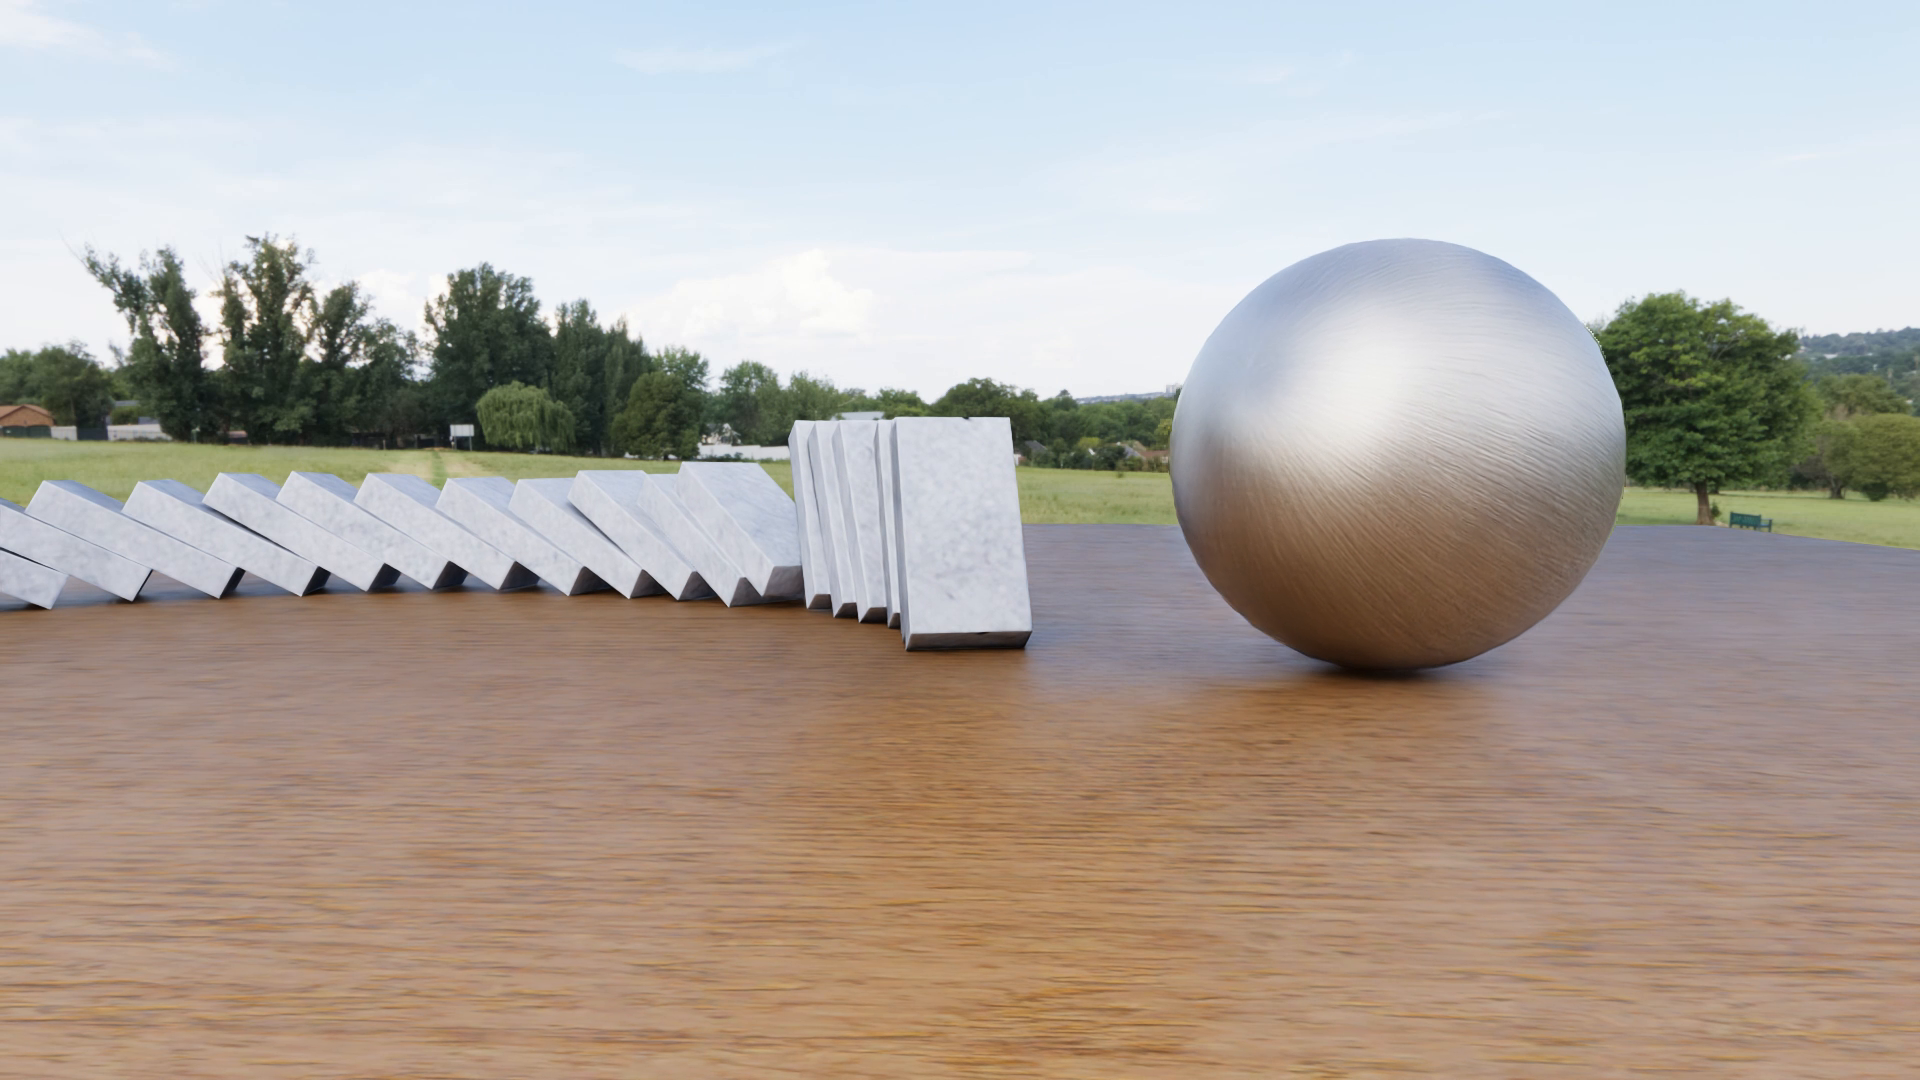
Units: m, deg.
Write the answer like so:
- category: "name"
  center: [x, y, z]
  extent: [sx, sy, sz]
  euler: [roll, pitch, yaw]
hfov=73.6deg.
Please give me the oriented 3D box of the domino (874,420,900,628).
- category: "domino"
  center: [-0.006, -0.005, 0.306]
  extent: [0.025, 0.050, 0.009]
  euler: [-1, -25, -11]

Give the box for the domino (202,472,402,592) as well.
- category: "domino"
  center: [-0.188, -0.003, 0.371]
  extent: [0.050, 0.010, 0.025]
  euler: [31, -2, -7]

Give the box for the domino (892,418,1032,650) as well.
- category: "domino"
  center: [0.000, -0.002, 0.273]
  extent: [0.025, 0.050, 0.009]
  euler: [-1, -25, -9]

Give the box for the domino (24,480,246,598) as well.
- category: "domino"
  center: [-0.226, 0.000, 0.355]
  extent: [0.050, 0.010, 0.025]
  euler: [29, -7, -20]

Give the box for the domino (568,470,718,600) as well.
- category: "domino"
  center: [-0.085, -0.002, 0.364]
  extent: [0.050, 0.009, 0.025]
  euler: [38, 20, 24]

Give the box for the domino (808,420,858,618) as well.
- category: "domino"
  center: [-0.022, -0.006, 0.325]
  extent: [0.025, 0.050, 0.010]
  euler: [-2, -24, -21]

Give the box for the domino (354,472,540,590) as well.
- category: "domino"
  center: [-0.148, -0.003, 0.377]
  extent: [0.050, 0.010, 0.025]
  euler: [30, 4, 5]

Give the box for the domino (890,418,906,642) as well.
- category: "domino"
  center: [-0.001, -0.003, 0.284]
  extent: [0.025, 0.050, 0.010]
  euler: [0, -25, -9]

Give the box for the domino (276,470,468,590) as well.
- category: "domino"
  center: [-0.169, -0.003, 0.375]
  extent: [0.050, 0.010, 0.025]
  euler: [30, 0, -3]

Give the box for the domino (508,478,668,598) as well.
- category: "domino"
  center: [-0.103, -0.001, 0.371]
  extent: [0.050, 0.010, 0.025]
  euler: [33, 17, 20]

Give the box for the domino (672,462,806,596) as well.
- category: "domino"
  center: [-0.054, -0.004, 0.348]
  extent: [0.025, 0.010, 0.050]
  euler: [-2, 36, -44]

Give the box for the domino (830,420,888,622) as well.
- category: "domino"
  center: [-0.015, -0.005, 0.316]
  extent: [0.025, 0.050, 0.009]
  euler: [-2, -24, -21]

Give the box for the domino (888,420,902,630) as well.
- category: "domino"
  center: [-0.002, -0.004, 0.295]
  extent: [0.025, 0.050, 0.010]
  euler: [-1, -25, -9]

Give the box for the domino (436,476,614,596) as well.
- category: "domino"
  center: [-0.125, -0.002, 0.376]
  extent: [0.050, 0.010, 0.025]
  euler: [31, 12, 13]

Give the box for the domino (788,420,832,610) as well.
- category: "domino"
  center: [-0.029, -0.007, 0.335]
  extent: [0.025, 0.050, 0.009]
  euler: [0, -27, -21]

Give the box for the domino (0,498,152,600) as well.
- category: "domino"
  center: [-0.243, 0.000, 0.342]
  extent: [0.050, 0.010, 0.025]
  euler: [31, -13, -27]

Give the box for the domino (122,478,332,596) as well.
- category: "domino"
  center: [-0.206, -0.001, 0.365]
  extent: [0.050, 0.009, 0.025]
  euler: [29, -3, -13]

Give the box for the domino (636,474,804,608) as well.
- category: "domino"
  center: [-0.065, -0.001, 0.355]
  extent: [0.025, 0.010, 0.050]
  euler: [-4, 37, -46]

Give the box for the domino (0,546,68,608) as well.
- category: "domino"
  center: [-0.257, 0.002, 0.326]
  extent: [0.050, 0.010, 0.025]
  euler: [31, -16, -36]

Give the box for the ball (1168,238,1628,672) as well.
- category: "ball"
  center: [0.079, -0.015, 0.239]
  extent: [0.080, 0.080, 0.080]
  euler: [0, 4, 0]
